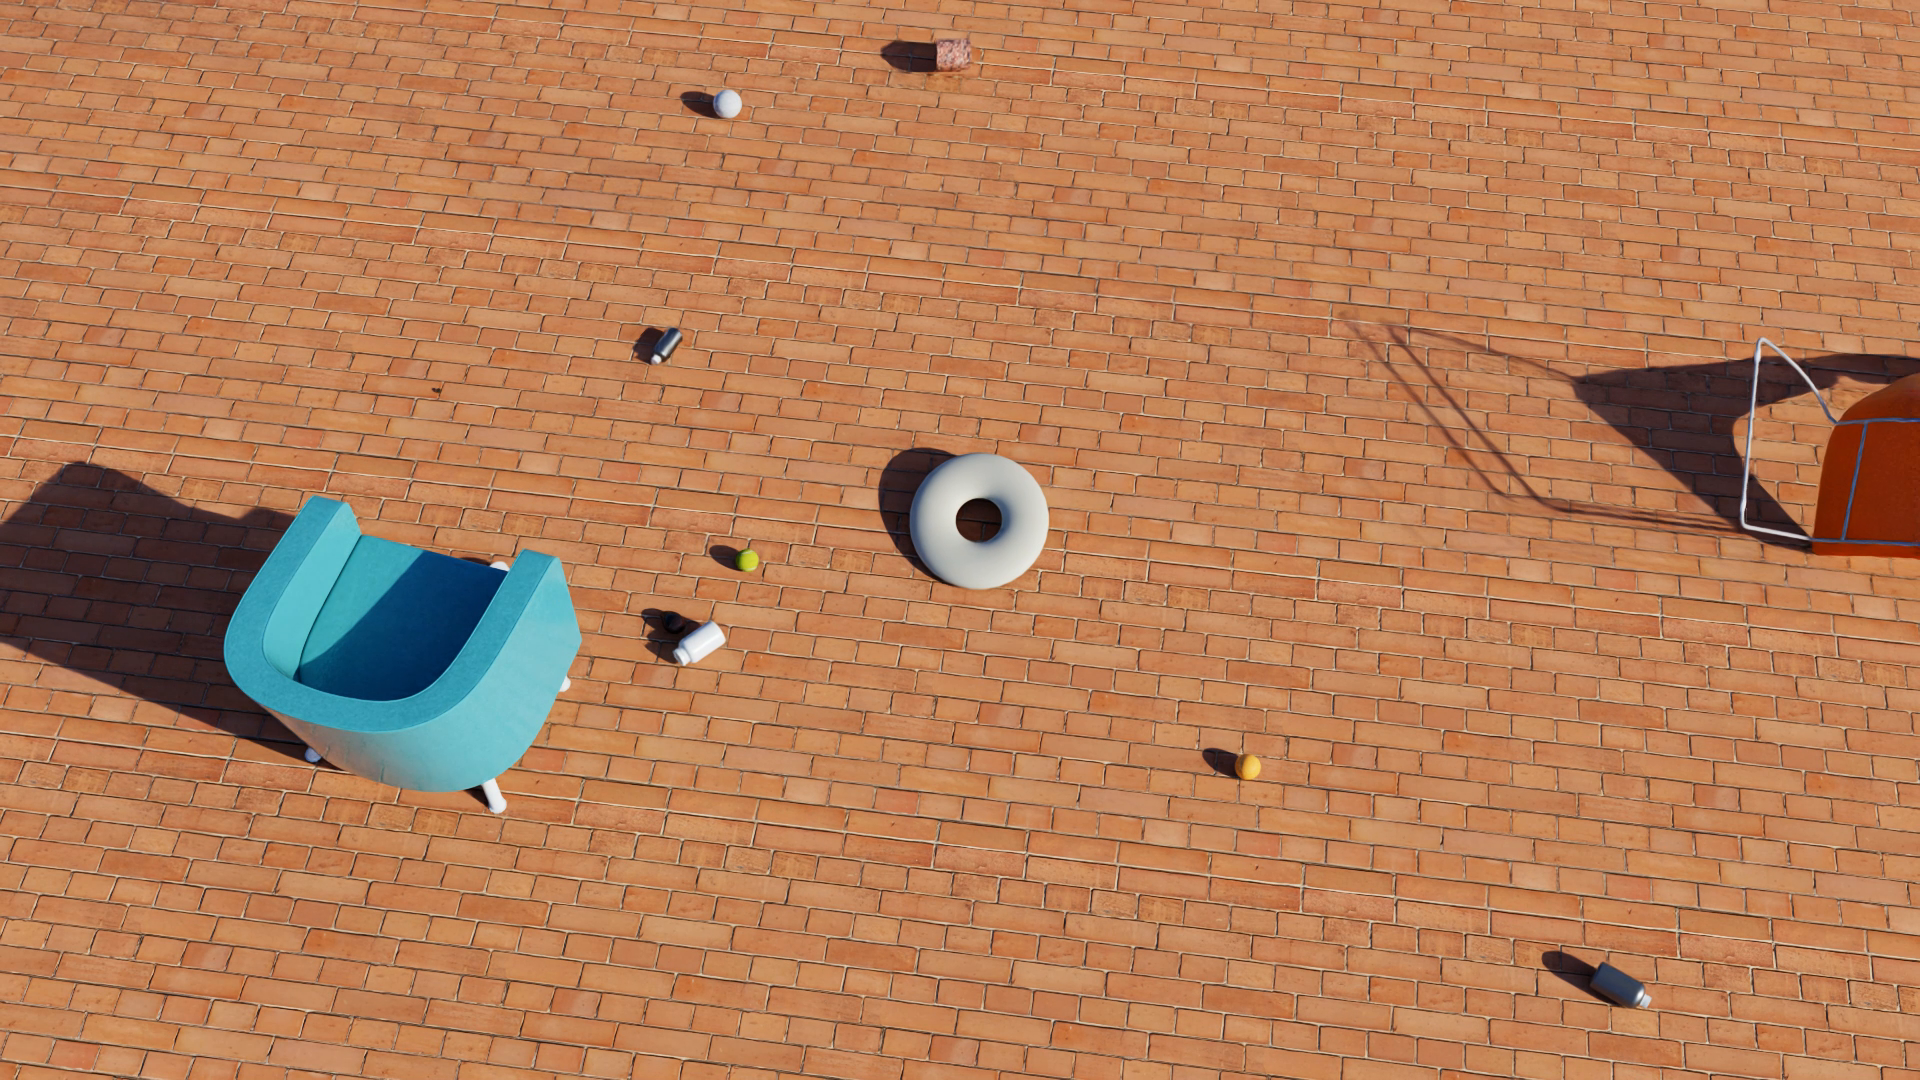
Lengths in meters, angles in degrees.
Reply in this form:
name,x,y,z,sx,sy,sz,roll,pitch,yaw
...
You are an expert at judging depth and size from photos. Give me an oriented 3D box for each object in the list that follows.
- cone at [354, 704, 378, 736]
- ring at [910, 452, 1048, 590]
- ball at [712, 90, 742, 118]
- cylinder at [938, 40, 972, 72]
name,x,y,z,sx,sy,sz,roll,pitch,yaw
cone,-1.693,0.513,6.214,0.073,0.055,0.086,19,76,7
ring,0.055,-0.059,6.537,0.417,0.073,0.451,-17,64,1
ball,-0.795,-1.490,7.514,0.099,0.099,0.099,0,56,0
cylinder,-0.021,-1.681,7.626,0.117,0.104,0.167,0,23,0
